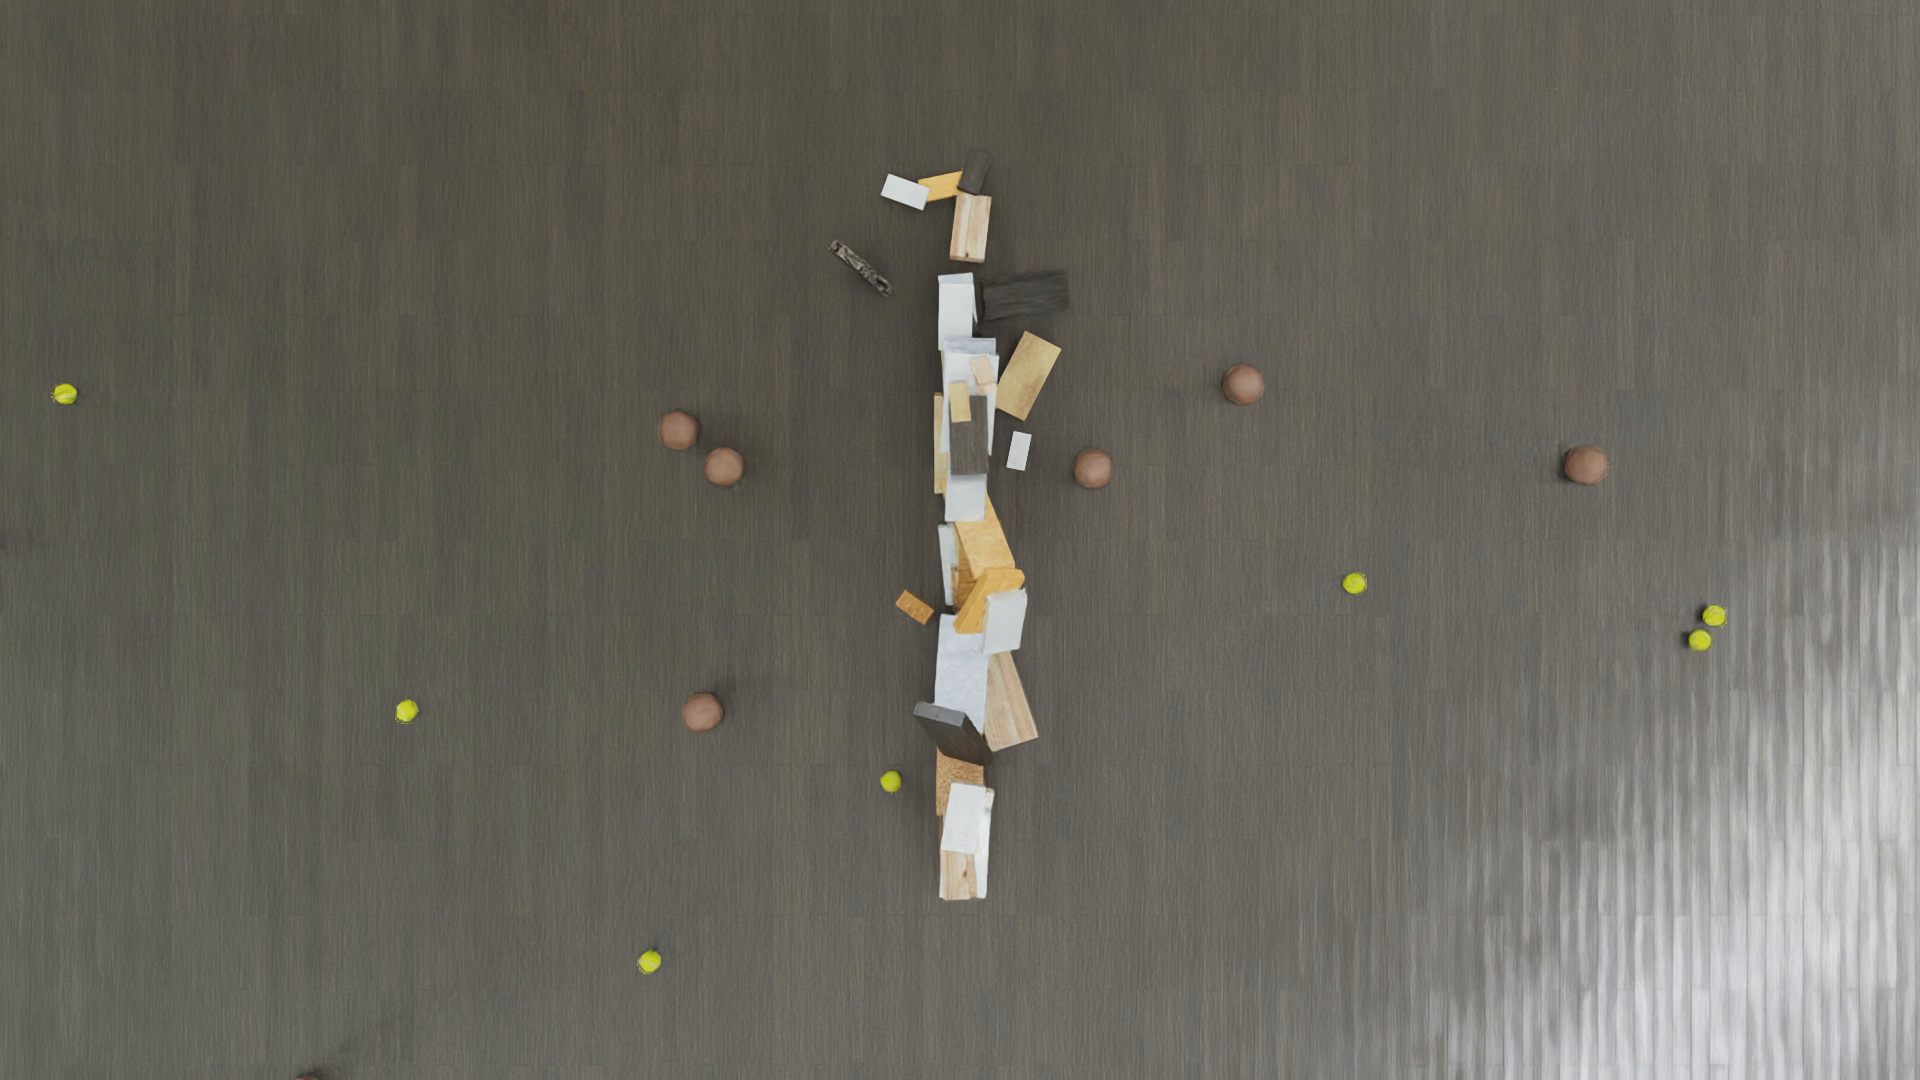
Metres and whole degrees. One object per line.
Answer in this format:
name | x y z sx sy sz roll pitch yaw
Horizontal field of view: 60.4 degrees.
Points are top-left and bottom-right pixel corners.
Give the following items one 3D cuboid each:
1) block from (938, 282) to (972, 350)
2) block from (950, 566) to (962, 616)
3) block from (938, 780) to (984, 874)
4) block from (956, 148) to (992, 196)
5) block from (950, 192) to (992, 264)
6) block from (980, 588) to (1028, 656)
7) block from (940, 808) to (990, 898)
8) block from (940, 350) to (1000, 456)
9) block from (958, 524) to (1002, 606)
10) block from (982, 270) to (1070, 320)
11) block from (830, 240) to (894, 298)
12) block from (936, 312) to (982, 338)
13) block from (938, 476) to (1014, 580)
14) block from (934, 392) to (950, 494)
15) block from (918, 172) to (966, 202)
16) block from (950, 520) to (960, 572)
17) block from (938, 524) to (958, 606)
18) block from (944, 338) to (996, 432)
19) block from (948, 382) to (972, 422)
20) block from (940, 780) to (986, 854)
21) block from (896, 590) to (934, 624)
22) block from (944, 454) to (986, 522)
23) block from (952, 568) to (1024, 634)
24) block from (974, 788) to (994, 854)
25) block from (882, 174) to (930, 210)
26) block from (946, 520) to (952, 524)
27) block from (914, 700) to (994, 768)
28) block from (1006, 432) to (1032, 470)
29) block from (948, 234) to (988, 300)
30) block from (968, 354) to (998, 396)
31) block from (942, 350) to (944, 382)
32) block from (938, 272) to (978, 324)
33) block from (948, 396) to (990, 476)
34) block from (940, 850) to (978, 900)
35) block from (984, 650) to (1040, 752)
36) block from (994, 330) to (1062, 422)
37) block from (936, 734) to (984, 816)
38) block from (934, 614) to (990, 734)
block | -0.014 -0.727 5.366 0.108 0.031 0.217 1 106 0
block | 0.046 0.218 5.444 0.134 0.038 0.268 -4 106 0
block | 0.004 0.951 5.479 0.152 0.043 0.303 0 90 0
block | 0.049 -1.219 5.472 0.074 0.021 0.149 20 76 0
block | 0.035 -1.031 5.451 0.113 0.032 0.227 7 74 0
block | 0.138 0.263 5.275 0.125 0.249 0.035 -10 47 -16
block | 0.015 1.028 5.406 0.152 0.043 0.303 2 110 -2
block | 0.030 -0.443 5.330 0.166 0.047 0.331 4 109 -1
block | 0.064 0.082 5.332 0.133 0.038 0.266 1 92 -1
block | 0.218 -0.809 5.440 0.280 0.038 0.135 -7 134 0
block | -0.318 -0.880 5.350 0.135 0.269 0.038 39 93 20
block | 0.015 -0.670 5.448 0.108 0.031 0.217 -22 105 5
block | 0.051 -0.054 5.285 0.133 0.038 0.398 -14 54 -9
block | -0.001 -0.318 5.423 0.166 0.047 0.331 0 109 0
block | -0.059 -1.175 5.489 0.148 0.021 0.074 -12 90 0
block | 0.054 0.036 5.368 0.134 0.038 0.268 -9 92 0
block | 0.008 0.076 5.442 0.134 0.038 0.268 -5 107 0
block | 0.029 -0.498 5.410 0.166 0.047 0.331 1 114 0
block | -0.001 -0.439 5.258 0.061 0.017 0.122 -6 99 1
block | 0.009 0.884 5.261 0.110 0.031 0.221 9 97 -4
block | -0.151 0.224 5.492 0.120 0.017 0.060 35 90 0
block | 0.020 -0.170 5.327 0.125 0.035 0.249 1 53 3
block | 0.090 0.197 5.244 0.133 0.038 0.266 3 134 -29
block | 0.037 0.900 5.321 0.110 0.031 0.221 8 109 -5
block | -0.180 -1.155 5.476 0.149 0.021 0.074 21 95 8
block | -0.001 -0.085 5.424 0.076 0.022 0.153 7 107 -4
block | -0.018 0.621 5.261 0.167 0.335 0.047 12 65 24
block | 0.196 -0.296 5.491 0.061 0.017 0.122 12 90 0
block | 0.021 -0.918 5.484 0.113 0.032 0.227 8 90 0
block | 0.074 -0.526 5.266 0.061 0.017 0.122 -15 109 6
block | -0.003 -0.550 5.450 0.108 0.031 0.217 -3 106 1
block | -0.005 -0.766 5.458 0.113 0.032 0.227 -6 103 0
block | 0.029 -0.336 5.301 0.125 0.035 0.249 -2 99 1
block | -0.005 1.074 5.360 0.110 0.031 0.221 -5 120 0
block | 0.128 0.513 5.428 0.167 0.047 0.335 -19 85 8
block | 0.214 -0.544 5.481 0.135 0.038 0.269 27 90 0
block | -0.001 0.756 5.443 0.152 0.043 0.303 1 76 0
block | 0.008 0.436 5.398 0.167 0.047 0.375 4 89 7
